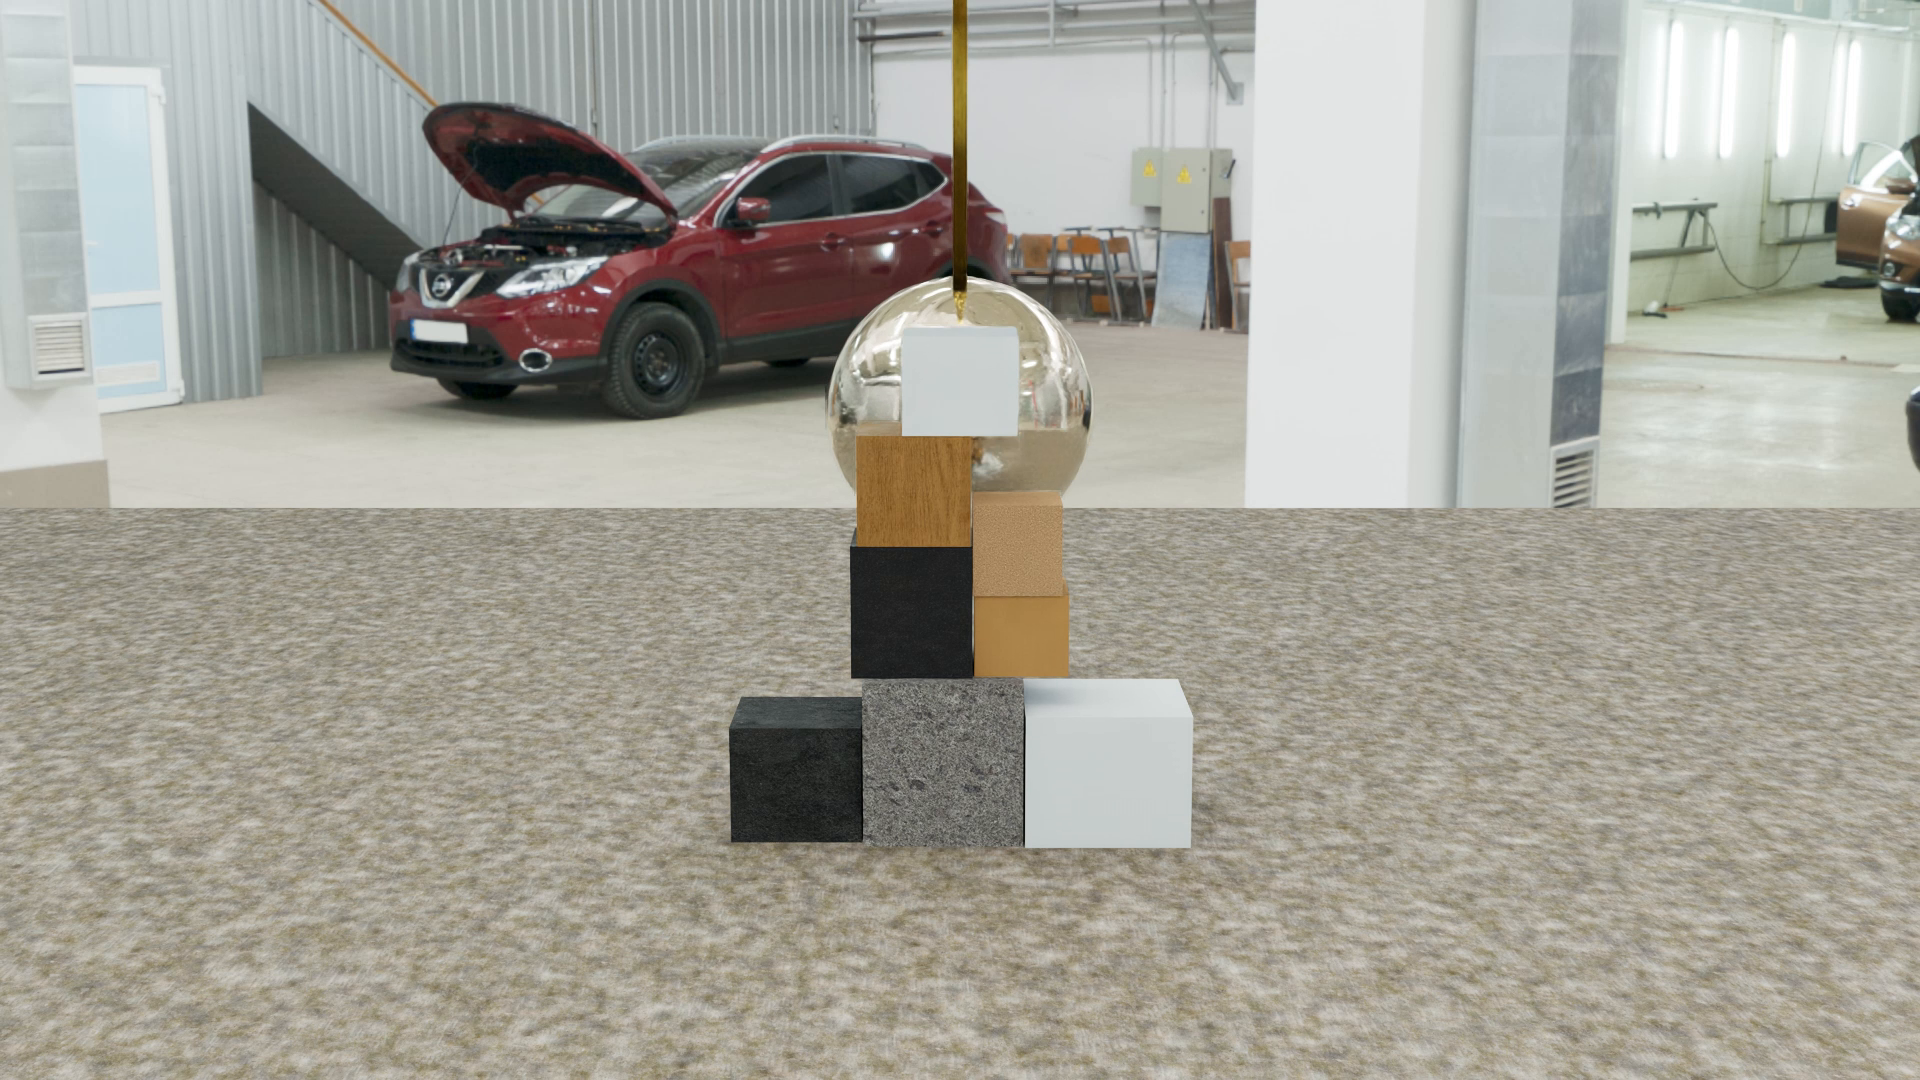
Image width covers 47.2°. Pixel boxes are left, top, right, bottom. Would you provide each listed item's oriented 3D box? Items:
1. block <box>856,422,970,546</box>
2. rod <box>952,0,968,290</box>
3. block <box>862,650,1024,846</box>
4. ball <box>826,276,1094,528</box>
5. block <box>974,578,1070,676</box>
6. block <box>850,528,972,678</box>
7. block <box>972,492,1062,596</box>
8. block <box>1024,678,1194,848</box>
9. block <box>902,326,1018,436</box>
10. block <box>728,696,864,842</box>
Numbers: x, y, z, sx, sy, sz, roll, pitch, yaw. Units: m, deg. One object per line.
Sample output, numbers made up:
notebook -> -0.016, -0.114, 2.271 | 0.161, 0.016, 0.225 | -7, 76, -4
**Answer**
block -> -0.228, -0.286, 11.122 | 0.564, 0.554, 0.529 | 0, 10, 0
rod -> 0.000, -3.700, 11.421 | 0.080, 5.200, 0.080 | 0, 31, 0
block -> -0.085, 1.064, 11.362 | 0.804, 0.842, 0.742 | 0, 10, 0
ball -> 0.000, -0.771, 13.148 | 1.600, 1.600, 1.600 | 0, 10, 0
block -> 0.310, 0.442, 11.268 | 0.474, 0.416, 0.472 | 0, 10, 0
block -> -0.242, 0.314, 11.248 | 0.609, 0.674, 0.552 | 0, 10, 0
block -> 0.287, 0.015, 11.166 | 0.447, 0.459, 0.440 | 0, 10, 0
block -> 0.743, 1.144, 11.380 | 0.832, 0.678, 0.790 | 0, 10, 0
block -> 0.000, -0.802, 11.031 | 0.570, 0.493, 0.545 | 0, 10, 0
block -> -0.828, 1.181, 11.400 | 0.663, 0.597, 0.637 | 0, 10, 0
